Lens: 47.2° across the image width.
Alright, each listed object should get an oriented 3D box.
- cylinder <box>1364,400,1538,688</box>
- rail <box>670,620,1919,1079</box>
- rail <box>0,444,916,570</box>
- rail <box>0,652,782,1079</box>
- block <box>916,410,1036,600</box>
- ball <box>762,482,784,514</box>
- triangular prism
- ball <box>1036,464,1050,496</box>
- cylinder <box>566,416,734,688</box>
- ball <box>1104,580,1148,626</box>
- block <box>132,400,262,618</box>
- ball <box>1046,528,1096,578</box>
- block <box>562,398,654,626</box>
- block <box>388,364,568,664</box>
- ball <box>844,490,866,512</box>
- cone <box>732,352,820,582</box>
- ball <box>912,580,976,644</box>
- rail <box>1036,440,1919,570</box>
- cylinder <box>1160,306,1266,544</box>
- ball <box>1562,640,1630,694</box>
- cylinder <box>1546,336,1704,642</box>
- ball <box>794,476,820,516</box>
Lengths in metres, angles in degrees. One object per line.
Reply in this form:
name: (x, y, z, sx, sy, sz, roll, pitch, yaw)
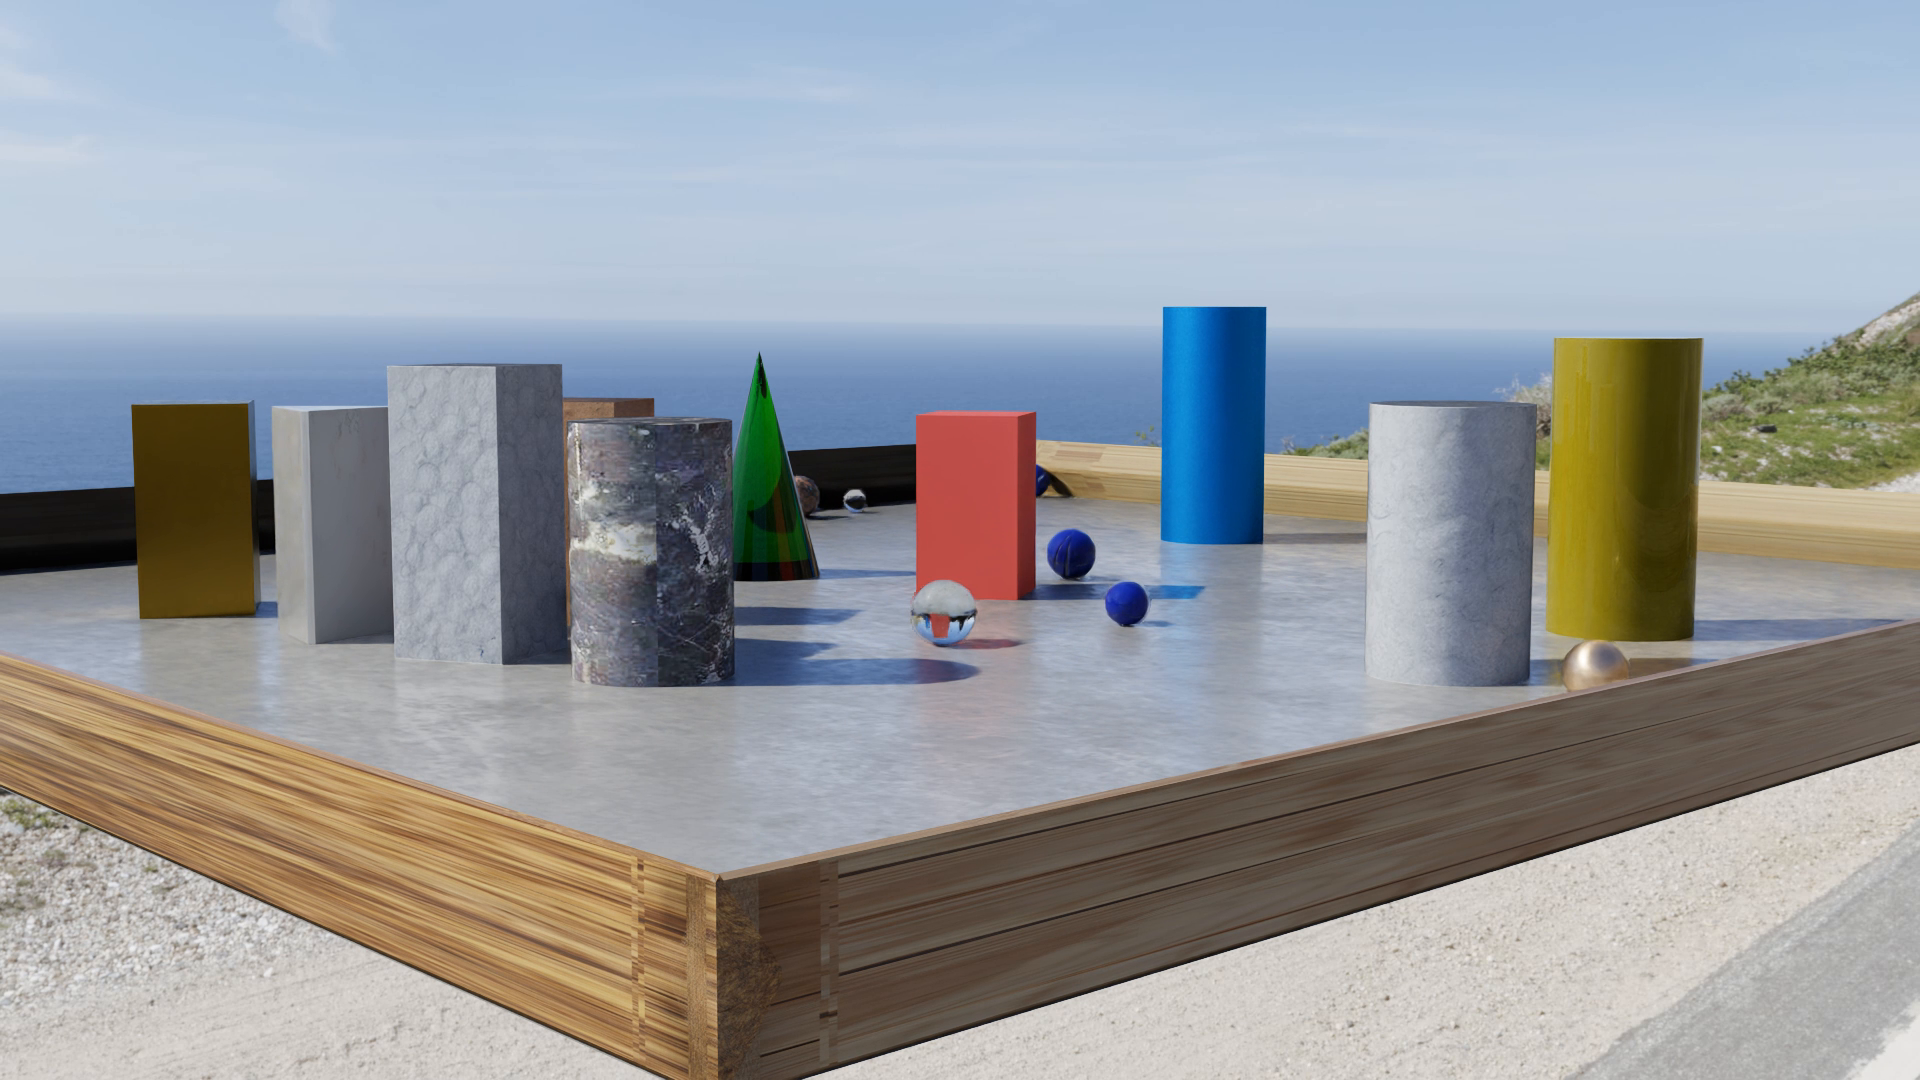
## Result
cylinder: (0.600, -0.001, 2.696, 0.200, 0.332, 0.200, 0, 6, 0)
rail: (0.974, 0.143, 2.282, 3.065, 0.130, 0.045, -5, 8, -42)
rail: (-0.974, -0.075, 4.382, 3.065, 0.130, 0.045, -5, 8, -42)
rail: (-1.109, 0.140, 2.314, 0.045, 0.130, 2.920, -5, 8, -42)
block: (0.027, -0.058, 3.477, 0.160, 0.284, 0.160, 1, 6, 12)
ball: (-0.399, -0.094, 4.848, 0.072, 0.072, 0.072, 0, 6, 0)
triangular prism: (-0.847, -0.027, 3.042, 0.150, 0.313, 0.173, -3, 7, -30)
ball: (0.174, -0.143, 5.272, 0.082, 0.082, 0.082, 0, 6, 0)
cylinder: (-0.378, 0.010, 2.694, 0.200, 0.312, 0.200, 0, 6, 0)
ball: (0.237, 0.090, 3.128, 0.063, 0.063, 0.063, 0, 6, 0)
block: (-1.133, -0.050, 3.272, 0.160, 0.311, 0.160, -2, 6, -14)
ball: (0.186, 0.023, 3.667, 0.083, 0.083, 0.083, 0, 6, 0)
block: (-0.545, -0.045, 3.191, 0.160, 0.317, 0.160, 1, 6, 13)
block: (-0.625, -0.040, 2.859, 0.160, 0.375, 0.160, 2, 6, 20)
ball: (-0.234, -0.087, 4.885, 0.050, 0.050, 0.050, 0, 6, 0)
cone: (-0.337, -0.130, 3.709, 0.200, 0.379, 0.200, 0, 6, 0)
ball: (-0.021, 0.096, 2.941, 0.088, 0.088, 0.088, 0, 6, 0)
rail: (1.109, -0.072, 4.349, 0.045, 0.130, 2.920, -5, 8, -42)
cylinder: (0.493, -0.227, 4.283, 0.200, 0.453, 0.200, 0, 6, 0)
ball: (0.721, 0.150, 2.496, 0.074, 0.074, 0.074, 0, 6, 0)
cylinder: (0.920, -0.076, 3.049, 0.200, 0.408, 0.200, 0, 6, 0)
ball: (-0.348, -0.094, 4.755, 0.091, 0.091, 0.091, 0, 6, 0)
